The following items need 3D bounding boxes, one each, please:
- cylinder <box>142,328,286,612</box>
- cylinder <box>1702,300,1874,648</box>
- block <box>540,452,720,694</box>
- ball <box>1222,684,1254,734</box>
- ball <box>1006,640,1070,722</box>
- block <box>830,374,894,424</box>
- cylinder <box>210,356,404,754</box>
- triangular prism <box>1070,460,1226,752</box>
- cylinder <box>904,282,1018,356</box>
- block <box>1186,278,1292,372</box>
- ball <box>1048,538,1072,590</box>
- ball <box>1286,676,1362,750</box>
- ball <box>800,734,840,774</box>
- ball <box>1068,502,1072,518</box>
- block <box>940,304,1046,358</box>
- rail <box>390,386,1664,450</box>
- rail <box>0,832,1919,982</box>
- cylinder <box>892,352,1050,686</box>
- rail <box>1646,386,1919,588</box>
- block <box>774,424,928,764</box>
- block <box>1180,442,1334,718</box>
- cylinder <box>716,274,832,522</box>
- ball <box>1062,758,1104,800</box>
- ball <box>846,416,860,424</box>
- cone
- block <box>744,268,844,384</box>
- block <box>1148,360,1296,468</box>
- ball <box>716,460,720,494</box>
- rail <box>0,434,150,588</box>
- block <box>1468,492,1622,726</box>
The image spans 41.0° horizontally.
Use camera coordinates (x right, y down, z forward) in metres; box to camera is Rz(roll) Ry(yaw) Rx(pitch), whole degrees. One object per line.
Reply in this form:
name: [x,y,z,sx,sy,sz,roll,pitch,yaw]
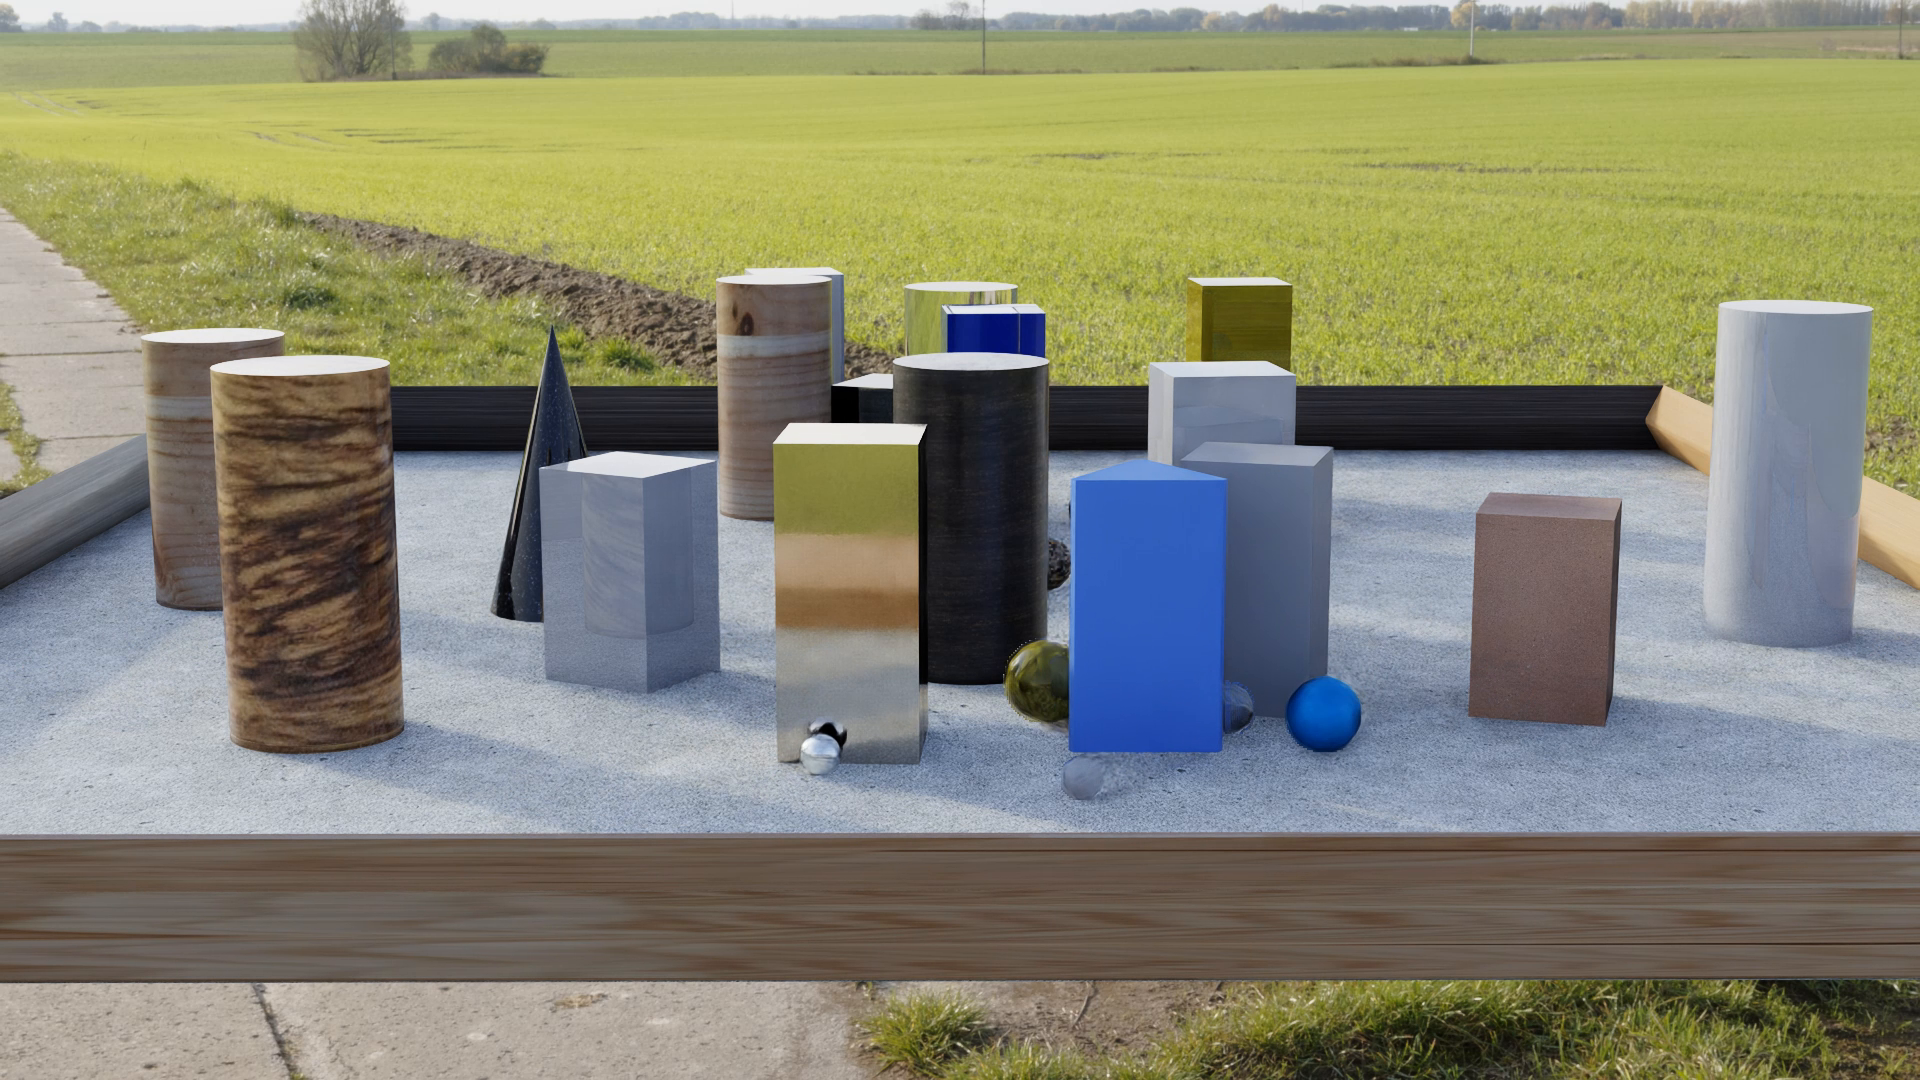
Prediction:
cylinder: [-1.009,-0.099,3.500,0.187,0.361,0.187,0,11,0]
cylinder: [1.056,-0.088,3.280,0.187,0.420,0.187,0,11,0]
block: [-0.393,0.036,3.066,0.149,0.255,0.149,6,12,29]
ball: [0.294,0.185,2.810,0.055,0.055,0.055,0,11,0]
ball: [0.097,0.157,2.860,0.092,0.092,0.092,0,11,0]
block: [-0.084,-0.086,3.653,0.149,0.280,0.149,4,11,21]
cylinder: [-0.707,0.012,2.786,0.187,0.405,0.187,0,11,0]
triangular prism: [0.198,0.068,2.784,0.162,0.294,0.140,0,11,0]
cylinder: [0.002,-0.239,4.247,0.187,0.362,0.187,0,11,0]
block: [0.464,-0.251,4.304,0.149,0.365,0.149,-1,11,-5]
ball: [0.119,0.033,3.571,0.075,0.075,0.075,0,11,0]
ball: [0.389,0.186,2.742,0.079,0.079,0.079,0,11,0]
ball: [-0.145,0.221,2.654,0.042,0.042,0.042,0,11,0]
ball: [0.195,-0.048,4.086,0.046,0.046,0.046,0,11,0]
block: [0.050,-0.185,3.990,0.149,0.350,0.149,-1,11,-4]
rail: [-0.008,-0.227,4.830,2.681,0.121,0.045,0,11,0]
rail: [0.008,0.289,2.069,2.681,0.121,0.045,0,11,0]
cylinder: [0.013,-0.029,3.090,0.187,0.374,0.187,0,11,0]
rail: [1.317,0.030,3.457,0.045,0.121,2.856,0,11,0]
block: [-0.114,0.054,2.736,0.149,0.339,0.149,1,11,3]
block: [0.338,0.043,2.938,0.149,0.288,0.149,3,11,16]
cylinder: [-0.300,-0.234,4.169,0.187,0.380,0.187,0,11,0]
ball: [0.123,0.238,2.563,0.042,0.042,0.042,0,11,0]
ball: [-0.215,-0.184,4.694,0.090,0.090,0.090,0,11,0]
cone: [-0.539,-0.098,3.428,0.187,0.385,0.187,0,11,0]
block: [-0.285,-0.278,4.428,0.149,0.371,0.149,-2,11,-12]
block: [0.319,-0.033,3.160,0.149,0.357,0.149,-1,11,-7]
ball: [-0.384,-0.106,4.324,0.072,0.072,0.072,0,11,0]
rail: [-1.317,0.033,3.442,0.045,0.121,2.856,0,11,0]
block: [0.666,0.076,2.914,0.149,0.233,0.149,3,11,17]
